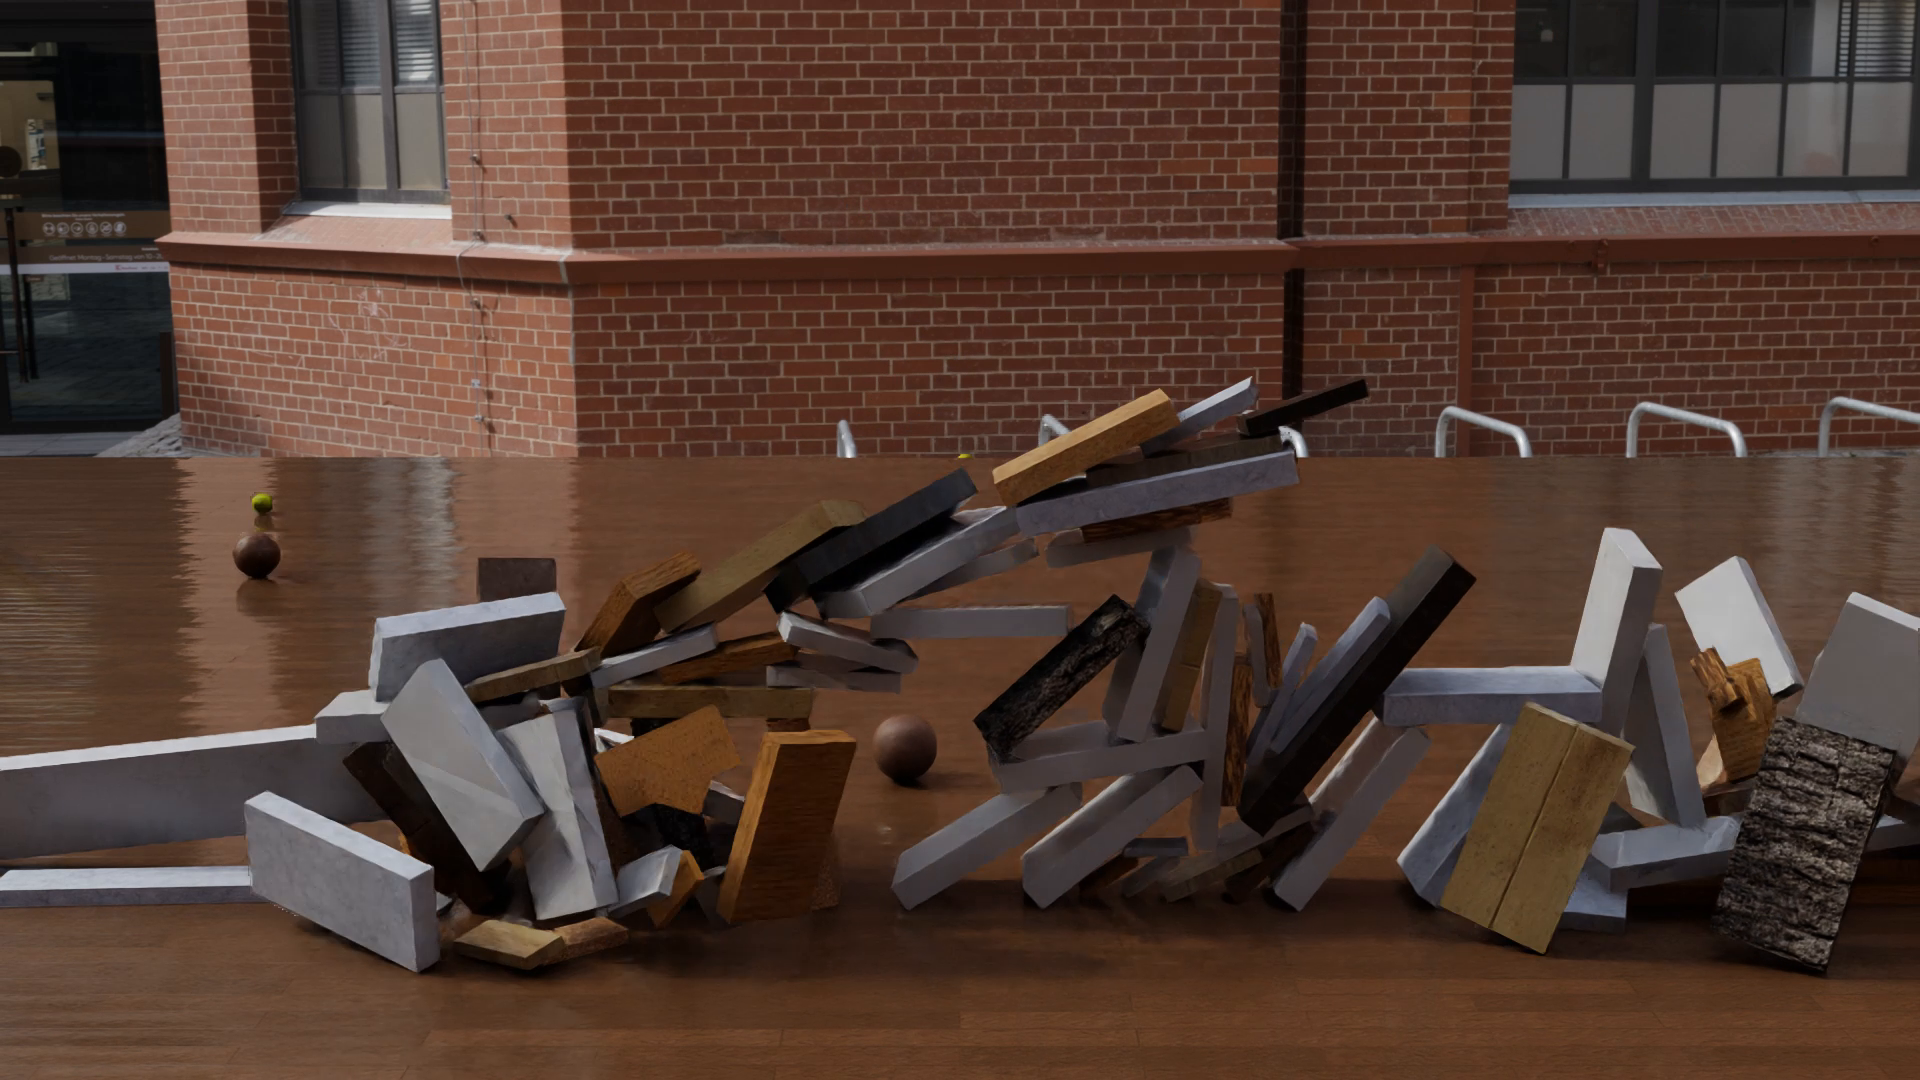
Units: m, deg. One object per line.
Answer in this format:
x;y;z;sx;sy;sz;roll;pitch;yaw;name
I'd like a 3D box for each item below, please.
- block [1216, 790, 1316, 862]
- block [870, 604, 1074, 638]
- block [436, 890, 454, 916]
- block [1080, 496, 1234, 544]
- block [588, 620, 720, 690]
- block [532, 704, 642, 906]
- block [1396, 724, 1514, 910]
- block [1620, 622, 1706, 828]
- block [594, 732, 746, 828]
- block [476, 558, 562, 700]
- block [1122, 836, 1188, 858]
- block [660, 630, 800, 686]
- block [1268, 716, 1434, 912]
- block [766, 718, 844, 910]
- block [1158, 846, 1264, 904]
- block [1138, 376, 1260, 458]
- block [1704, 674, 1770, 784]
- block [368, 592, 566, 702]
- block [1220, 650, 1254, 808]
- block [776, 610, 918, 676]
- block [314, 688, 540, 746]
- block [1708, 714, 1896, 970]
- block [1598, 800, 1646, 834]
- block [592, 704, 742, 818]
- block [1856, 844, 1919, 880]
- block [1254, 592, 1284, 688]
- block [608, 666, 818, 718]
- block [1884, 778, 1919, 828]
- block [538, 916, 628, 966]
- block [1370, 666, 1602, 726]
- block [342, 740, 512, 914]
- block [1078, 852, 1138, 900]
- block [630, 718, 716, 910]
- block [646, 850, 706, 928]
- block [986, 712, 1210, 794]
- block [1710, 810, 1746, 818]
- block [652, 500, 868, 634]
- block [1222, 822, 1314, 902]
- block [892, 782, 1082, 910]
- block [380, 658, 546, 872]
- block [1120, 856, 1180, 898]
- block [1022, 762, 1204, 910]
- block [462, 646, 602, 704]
0.502;0.473;3.645;0.173;0.024;0.086;-27;10;5;block
0.022;0.131;3.577;0.313;0.044;0.157;-1;1;7;block
-0.889;0.575;3.577;0.117;0.017;0.058;25;13;8;block
0.318;-0.044;3.523;0.237;0.034;0.118;-10;11;12;block
-0.498;0.187;3.588;0.207;0.029;0.104;-19;9;-1;block
-0.632;0.440;3.634;0.046;0.328;0.164;-29;10;5;block
0.865;0.434;3.642;0.050;0.351;0.175;34;8;-6;block
1.156;0.300;3.691;0.047;0.334;0.167;-15;7;-9;block
-0.511;0.434;3.924;0.327;0.046;0.163;29;-6;-42;block
-0.763;0.159;3.797;0.132;0.264;0.037;1;-24;-18;block
0.324;0.510;3.653;0.106;0.015;0.053;-2;11;0;block
-0.371;0.188;3.586;0.216;0.031;0.108;-12;9;7;block
0.638;0.436;3.642;0.050;0.351;0.176;36;9;-6;block
-0.254;0.430;3.640;0.046;0.323;0.162;-12;10;2;block
0.415;0.544;3.653;0.173;0.024;0.086;-25;10;5;block
0.381;-0.196;3.505;0.195;0.028;0.098;-26;9;16;block
1.322;0.320;3.725;0.023;0.166;0.083;10;-28;-37;block
-0.811;0.175;3.618;0.304;0.152;0.043;-9;48;-29;block
0.450;0.310;3.633;0.033;0.236;0.118;4;11;-1;block
-0.182;0.165;3.551;0.216;0.031;0.108;16;8;-16;block
-0.868;0.281;3.598;0.328;0.046;0.164;-4;10;0;block
1.283;0.459;3.351;0.174;0.347;0.049;18;1;27;block
1.058;0.502;3.745;0.230;0.033;0.115;-9;36;-33;block
-0.459;0.345;3.448;0.207;0.103;0.029;-23;1;-16;block
1.576;0.534;3.698;0.237;0.034;0.118;0;11;3;block
0.501;0.161;3.573;0.022;0.152;0.076;-7;0;1;block
-0.400;0.248;3.605;0.323;0.046;0.162;0;11;0;block
1.669;0.416;3.610;0.278;0.039;0.139;-11;14;-19;block
-0.603;0.624;3.424;0.156;0.022;0.078;-9;14;-40;block
0.853;0.255;3.609;0.351;0.050;0.175;-1;11;-1;block
-0.875;0.452;3.625;0.046;0.328;0.164;-38;10;5;block
0.247;0.555;3.661;0.106;0.015;0.053;-34;9;6;block
-0.472;0.430;3.640;0.046;0.323;0.162;-13;10;2;block
-0.440;0.536;3.374;0.016;0.116;0.058;11;36;-49;block
0.222;0.342;3.601;0.338;0.048;0.169;-9;10;-5;block
1.446;0.442;3.948;0.266;0.038;0.133;-26;-14;-20;block
-0.325;0.044;3.635;0.346;0.049;0.173;-32;-9;17;block
0.510;0.523;3.652;0.173;0.024;0.086;-44;8;7;block
0.047;0.482;3.642;0.338;0.048;0.169;-32;7;9;block
-0.774;0.349;3.415;0.043;0.301;0.150;-17;-25;-53;block
0.316;0.554;3.661;0.106;0.015;0.053;-35;9;6;block
0.249;0.466;3.649;0.338;0.048;0.169;-39;8;7;block
-0.687;0.218;3.530;0.207;0.029;0.103;-15;5;6;block
